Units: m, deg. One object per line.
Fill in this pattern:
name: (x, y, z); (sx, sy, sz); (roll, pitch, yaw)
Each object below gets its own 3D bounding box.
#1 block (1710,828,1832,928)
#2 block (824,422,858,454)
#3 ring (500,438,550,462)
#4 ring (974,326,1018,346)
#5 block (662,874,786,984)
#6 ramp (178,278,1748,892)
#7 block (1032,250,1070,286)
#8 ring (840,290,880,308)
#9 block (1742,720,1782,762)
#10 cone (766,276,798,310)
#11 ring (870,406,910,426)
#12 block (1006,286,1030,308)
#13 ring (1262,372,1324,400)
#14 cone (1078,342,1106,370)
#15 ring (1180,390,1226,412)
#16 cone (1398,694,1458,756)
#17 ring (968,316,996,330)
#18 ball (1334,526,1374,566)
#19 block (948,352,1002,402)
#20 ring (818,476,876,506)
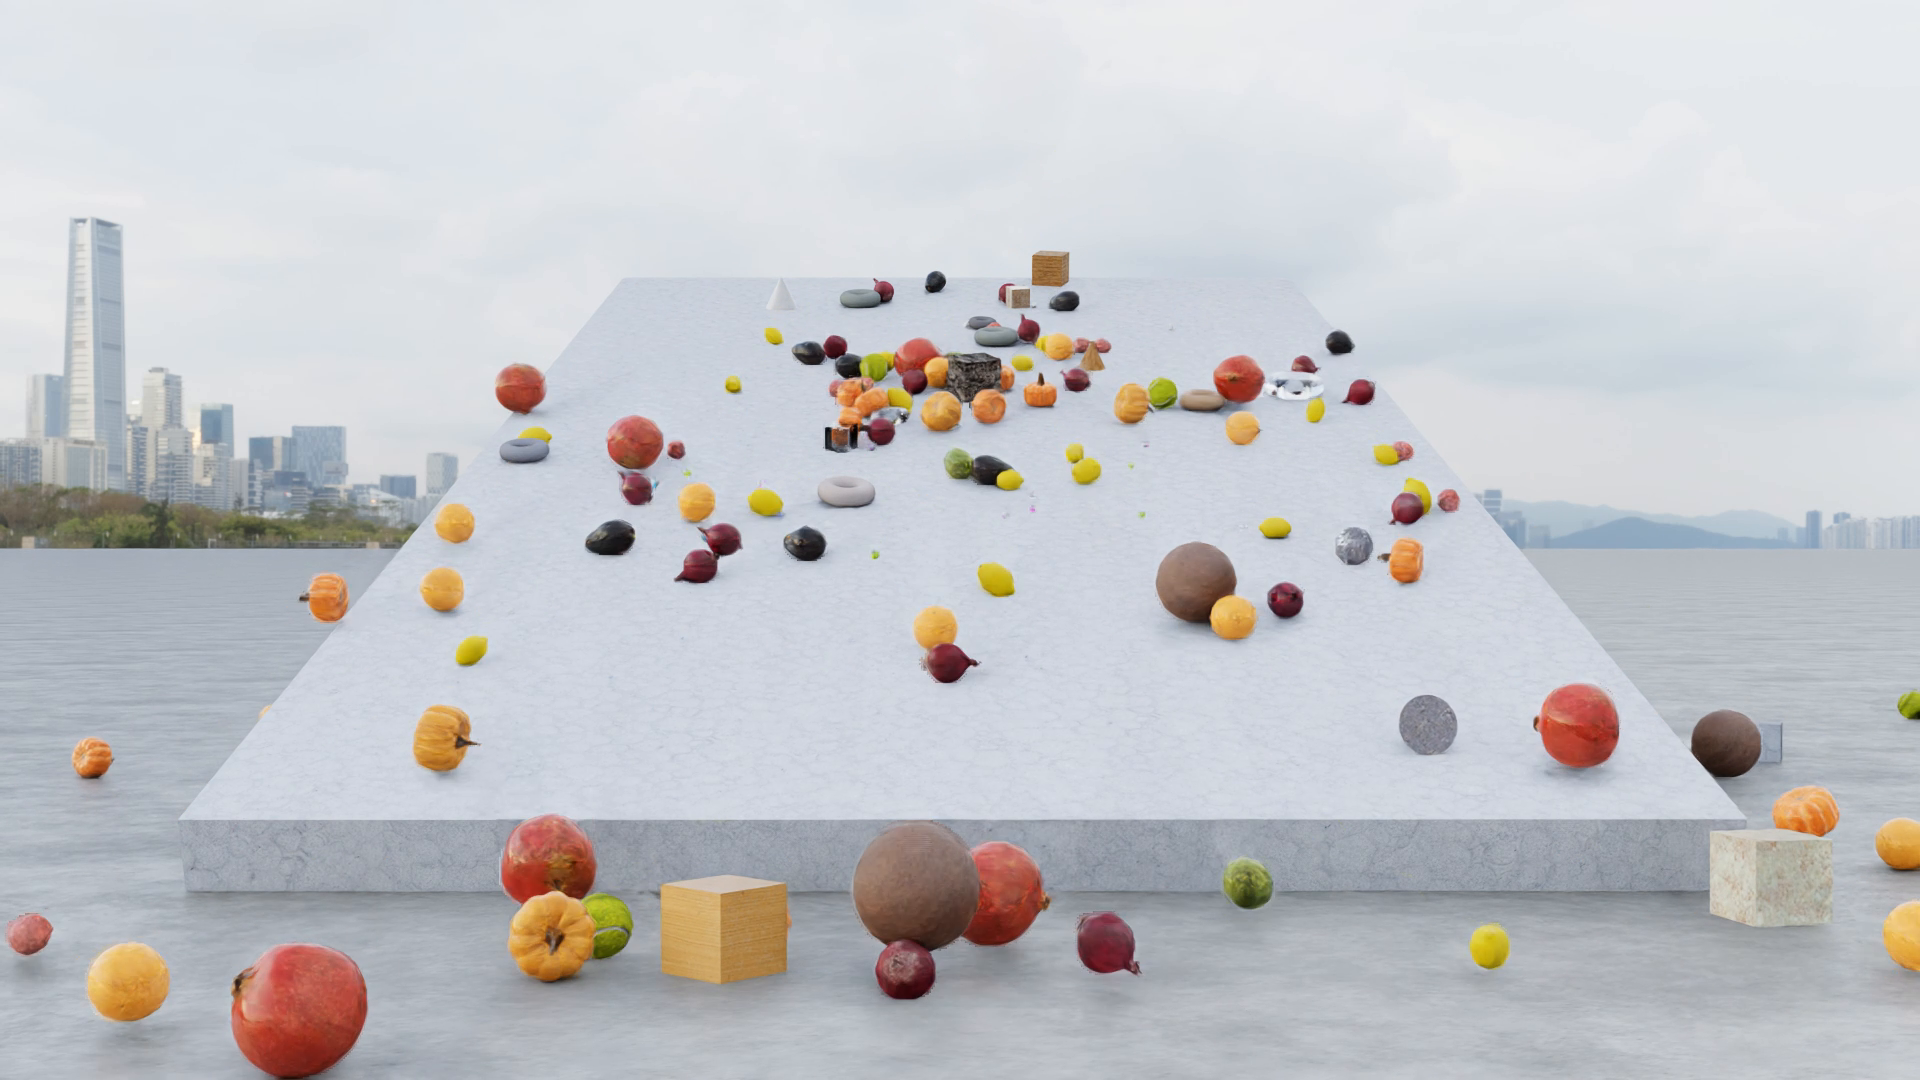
block: (0.967, 0.402, 2.644); (0.099, 0.099, 0.099); (0, 0, -12)
block: (-0.249, -0.215, 4.644); (0.052, 0.052, 0.052); (7, 18, 21)
ring: (-0.899, -0.185, 4.573); (0.103, 0.034, 0.103); (-1, 18, 0)
ring: (0.093, -0.524, 5.707); (0.114, 0.038, 0.114); (-1, 16, 0)
block: (-0.246, 0.405, 2.315); (0.092, 0.092, 0.092); (0, 0, 42)
ramp: (-0.003, -0.168, 4.755); (2.000, 0.100, 4.000); (0, 17, 0)
block: (0.268, -0.802, 6.548); (0.090, 0.090, 0.090); (5, 17, 17)
ring: (-0.280, -0.678, 6.219); (0.115, 0.038, 0.115); (0, 18, 0)
block: (1.654, 0.415, 4.571); (0.077, 0.077, 0.077); (0, 0, 22)
cone: (-0.498, -0.691, 6.174); (0.090, 0.090, 0.090); (0, 17, 0)
ring: (-0.154, -0.273, 4.880); (0.087, 0.029, 0.087); (-4, 15, 1)
block: (0.162, -0.680, 6.199); (0.054, 0.054, 0.054); (-5, 17, -16)
ring: (0.774, -0.358, 5.138); (0.143, 0.048, 0.143); (0, 15, 0)
cone: (0.323, -0.455, 5.420); (0.068, 0.068, 0.068); (0, 17, 0)
ring: (0.549, -0.316, 5.016); (0.106, 0.035, 0.106); (1, 16, 0)
cone: (0.638, 0.261, 3.080); (0.083, 0.083, 0.083); (0, -10, -6)
ring: (0.061, -0.578, 5.908); (0.077, 0.026, 0.077); (3, 19, -1)
ball: (0.687, 0.011, 3.867); (0.067, 0.067, 0.067); (0, 0, 0)
block: (0.034, -0.375, 5.112); (0.092, 0.092, 0.092); (-7, 18, -24)
ring: (-0.218, -0.093, 4.262); (0.112, 0.037, 0.112); (3, 18, -1)
